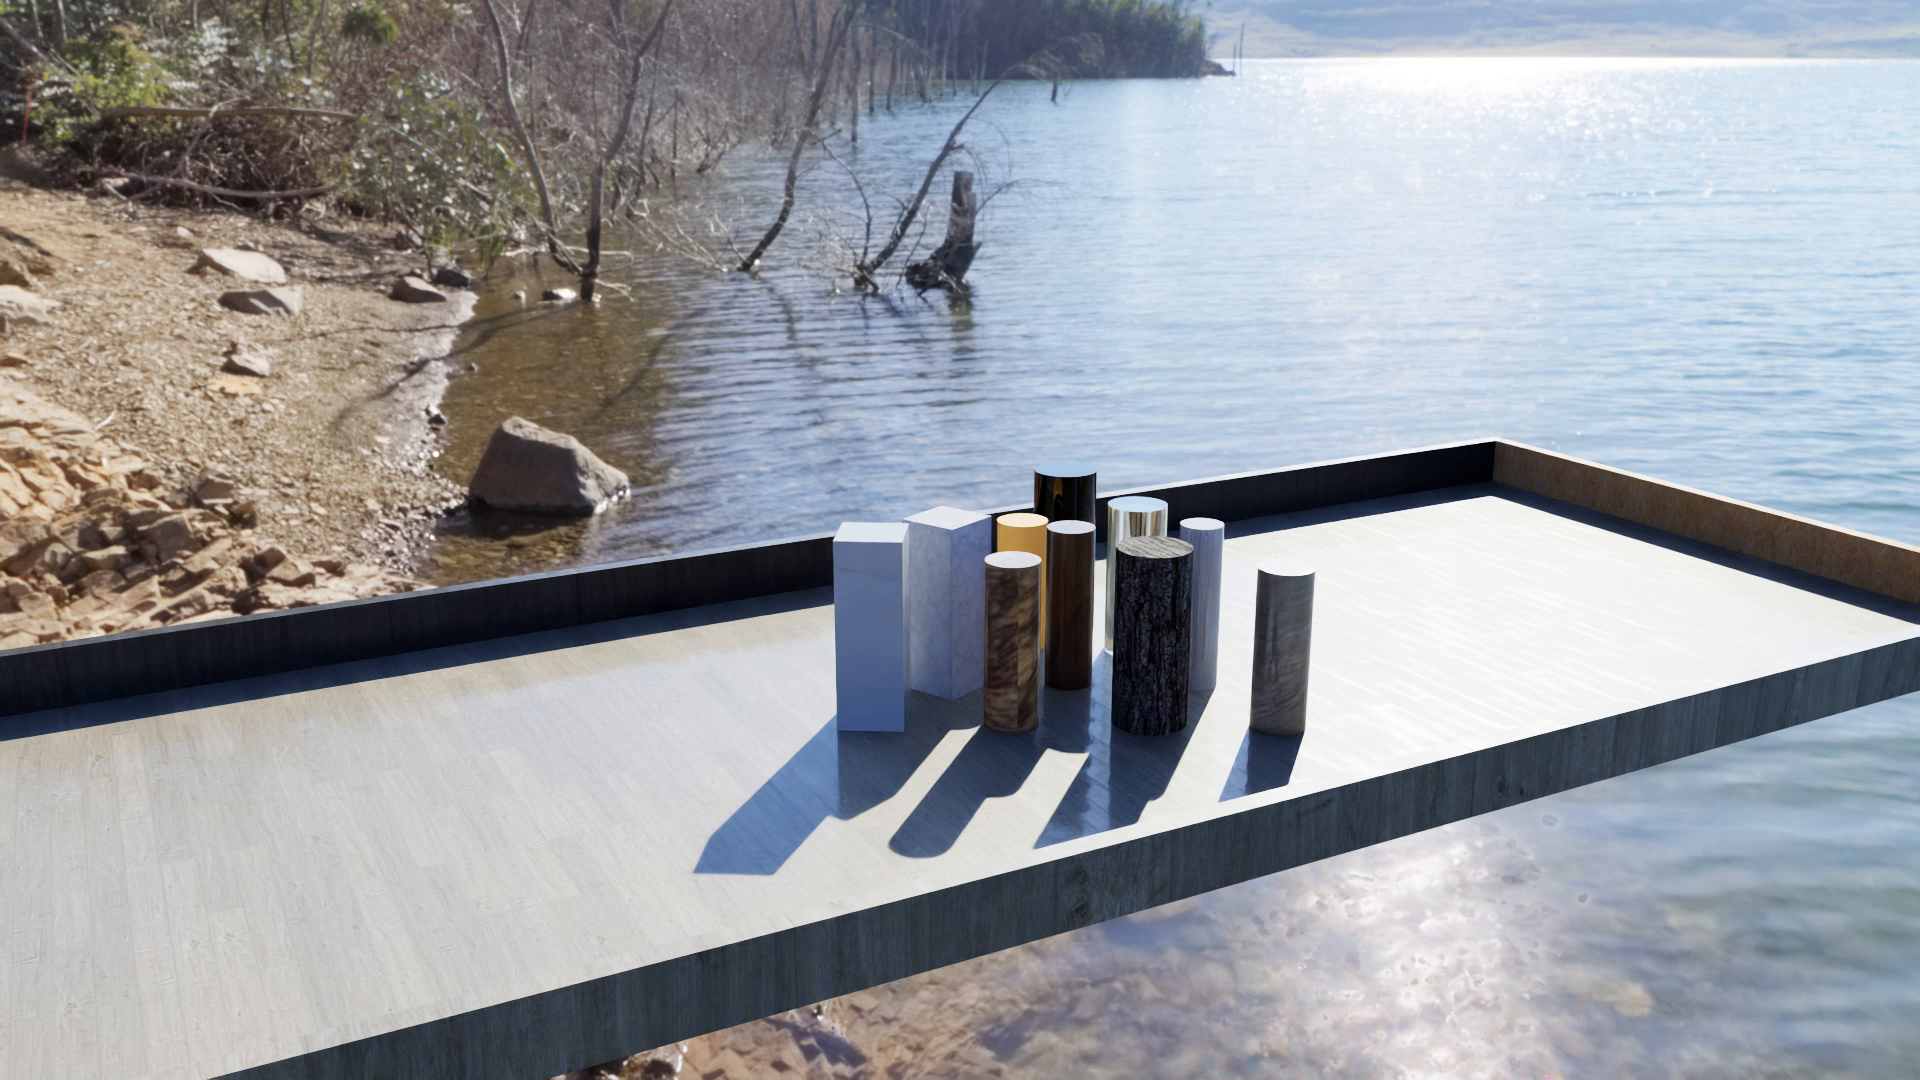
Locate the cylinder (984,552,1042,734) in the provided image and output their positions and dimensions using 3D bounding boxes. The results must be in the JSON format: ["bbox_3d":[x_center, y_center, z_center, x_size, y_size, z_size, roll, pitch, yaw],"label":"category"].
[{"bbox_3d":[0.121,0.238,3.828,0.130,0.404,0.130,0,16,0],"label":"cylinder"}]

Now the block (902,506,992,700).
[{"bbox_3d":[-0.032,0.153,4.064,0.155,0.434,0.155,12,20,36],"label":"block"}]

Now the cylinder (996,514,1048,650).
[{"bbox_3d":[0.164,0.112,4.365,0.134,0.343,0.134,0,16,0],"label":"cylinder"}]

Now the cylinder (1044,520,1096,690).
[{"bbox_3d":[0.272,0.162,4.087,0.119,0.404,0.119,0,16,0],"label":"cylinder"}]

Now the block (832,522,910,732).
[{"bbox_3d":[-0.203,0.202,3.852,0.157,0.459,0.157,1,16,4],"label":"block"}]

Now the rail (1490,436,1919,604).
[{"bbox_3d":[2.466,-0.048,5.253,0.050,0.150,2.100,-9,18,-27],"label":"rail"}]

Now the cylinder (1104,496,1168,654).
[{"bbox_3d":[0.460,0.098,4.317,0.154,0.398,0.154,0,16,0],"label":"cylinder"}]

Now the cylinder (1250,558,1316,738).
[{"bbox_3d":[0.744,0.249,3.813,0.131,0.391,0.131,0,16,0],"label":"cylinder"}]

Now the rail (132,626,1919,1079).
[{"bbox_3d":[-2.336,1.006,1.665,12.000,0.150,0.050,-9,18,-27],"label":"rail"}]

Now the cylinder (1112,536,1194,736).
[{"bbox_3d":[0.446,0.222,3.838,0.177,0.430,0.177,0,16,0],"label":"cylinder"}]

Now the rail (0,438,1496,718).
[{"bbox_3d":[-3.305,0.497,3.399,12.000,0.150,0.050,-9,18,-27],"label":"rail"}]

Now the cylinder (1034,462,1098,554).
[{"bbox_3d":[0.291,0.006,4.596,0.173,0.417,0.173,0,16,0],"label":"cylinder"}]

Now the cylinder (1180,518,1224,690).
[{"bbox_3d":[0.590,0.159,4.077,0.107,0.415,0.107,0,16,0],"label":"cylinder"}]
